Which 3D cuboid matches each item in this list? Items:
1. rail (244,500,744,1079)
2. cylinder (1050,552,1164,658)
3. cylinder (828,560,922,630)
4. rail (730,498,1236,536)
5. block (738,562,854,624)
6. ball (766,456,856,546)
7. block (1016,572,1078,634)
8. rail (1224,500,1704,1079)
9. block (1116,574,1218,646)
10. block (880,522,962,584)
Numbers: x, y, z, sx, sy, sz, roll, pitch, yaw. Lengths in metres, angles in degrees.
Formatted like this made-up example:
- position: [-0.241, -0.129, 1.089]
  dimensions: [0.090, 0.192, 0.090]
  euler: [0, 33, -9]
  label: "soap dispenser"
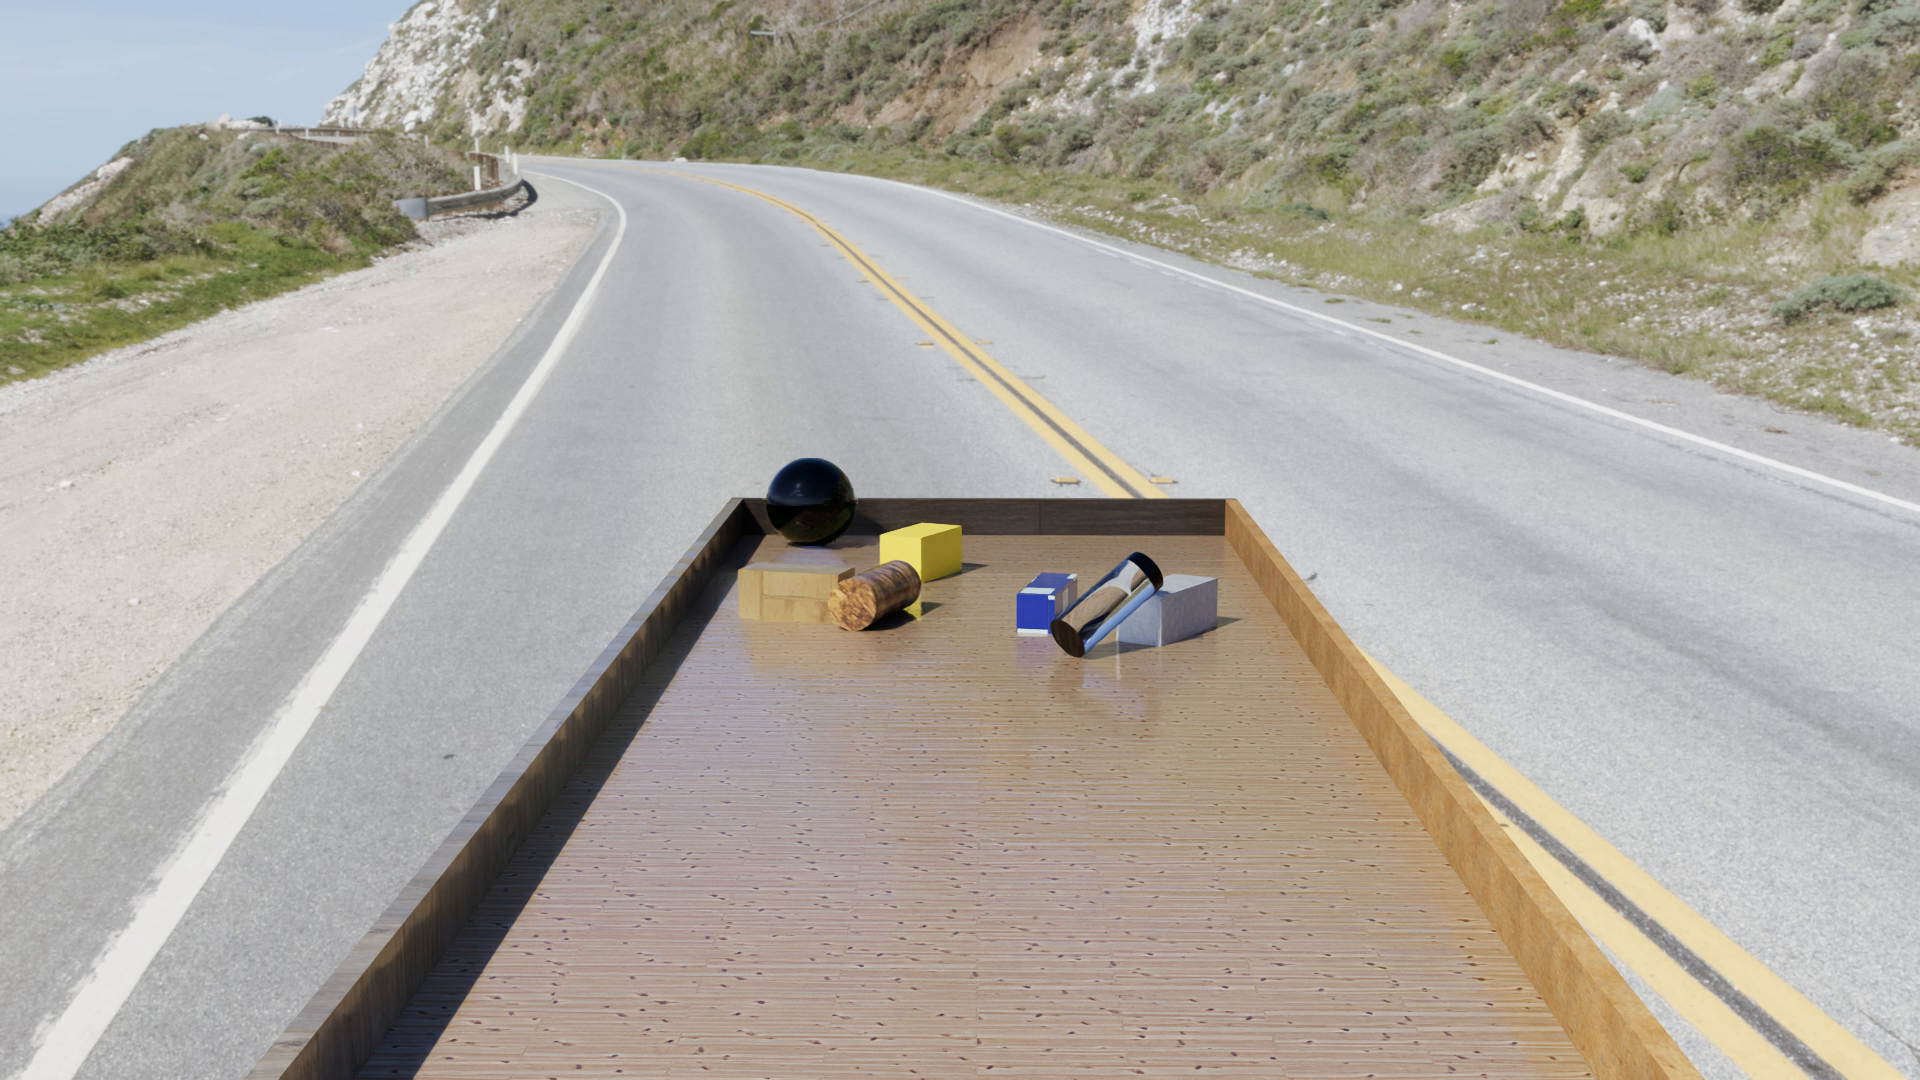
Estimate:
- position: [-1.004, 0.839, 3.234]
  dimensions: [0.050, 0.150, 12.000]
  euler: [0, 9, 1]
  label: "rail"
- position: [0.456, 0.198, 6.800]
  dimensions: [0.370, 0.143, 0.143]
  euler: [-39, 29, -28]
  label: "cylinder"
- position: [-0.281, 0.181, 7.325]
  dimensions: [0.169, 0.169, 0.409]
  euler: [3, 10, 20]
  label: "cylinder"
- position: [0.099, -0.098, 9.147]
  dimensions: [2.100, 0.150, 0.050]
  euler: [0, 9, 1]
  label: "rail"
- position: [-0.546, 0.176, 7.370]
  dimensions: [0.353, 0.166, 0.166]
  euler: [3, 9, 17]
  label: "block"
- position: [-0.598, -0.154, 8.830]
  dimensions: [0.360, 0.360, 0.360]
  euler: [0, 9, 0]
  label: "ball"
- position: [0.291, 0.208, 7.302]
  dimensions: [0.125, 0.125, 0.419]
  euler: [2, 9, 13]
  label: "block"
- position: [1.046, 0.843, 3.208]
  dimensions: [0.050, 0.150, 12.000]
  euler: [0, 9, 1]
  label: "rail"
- position: [0.671, 0.223, 7.095]
  dimensions: [0.159, 0.159, 0.396]
  euler: [6, 11, 32]
  label: "block"
- position: [-0.143, 0.047, 8.169]
  dimensions: [0.170, 0.170, 0.326]
  euler: [5, 10, 27]
  label: "block"
